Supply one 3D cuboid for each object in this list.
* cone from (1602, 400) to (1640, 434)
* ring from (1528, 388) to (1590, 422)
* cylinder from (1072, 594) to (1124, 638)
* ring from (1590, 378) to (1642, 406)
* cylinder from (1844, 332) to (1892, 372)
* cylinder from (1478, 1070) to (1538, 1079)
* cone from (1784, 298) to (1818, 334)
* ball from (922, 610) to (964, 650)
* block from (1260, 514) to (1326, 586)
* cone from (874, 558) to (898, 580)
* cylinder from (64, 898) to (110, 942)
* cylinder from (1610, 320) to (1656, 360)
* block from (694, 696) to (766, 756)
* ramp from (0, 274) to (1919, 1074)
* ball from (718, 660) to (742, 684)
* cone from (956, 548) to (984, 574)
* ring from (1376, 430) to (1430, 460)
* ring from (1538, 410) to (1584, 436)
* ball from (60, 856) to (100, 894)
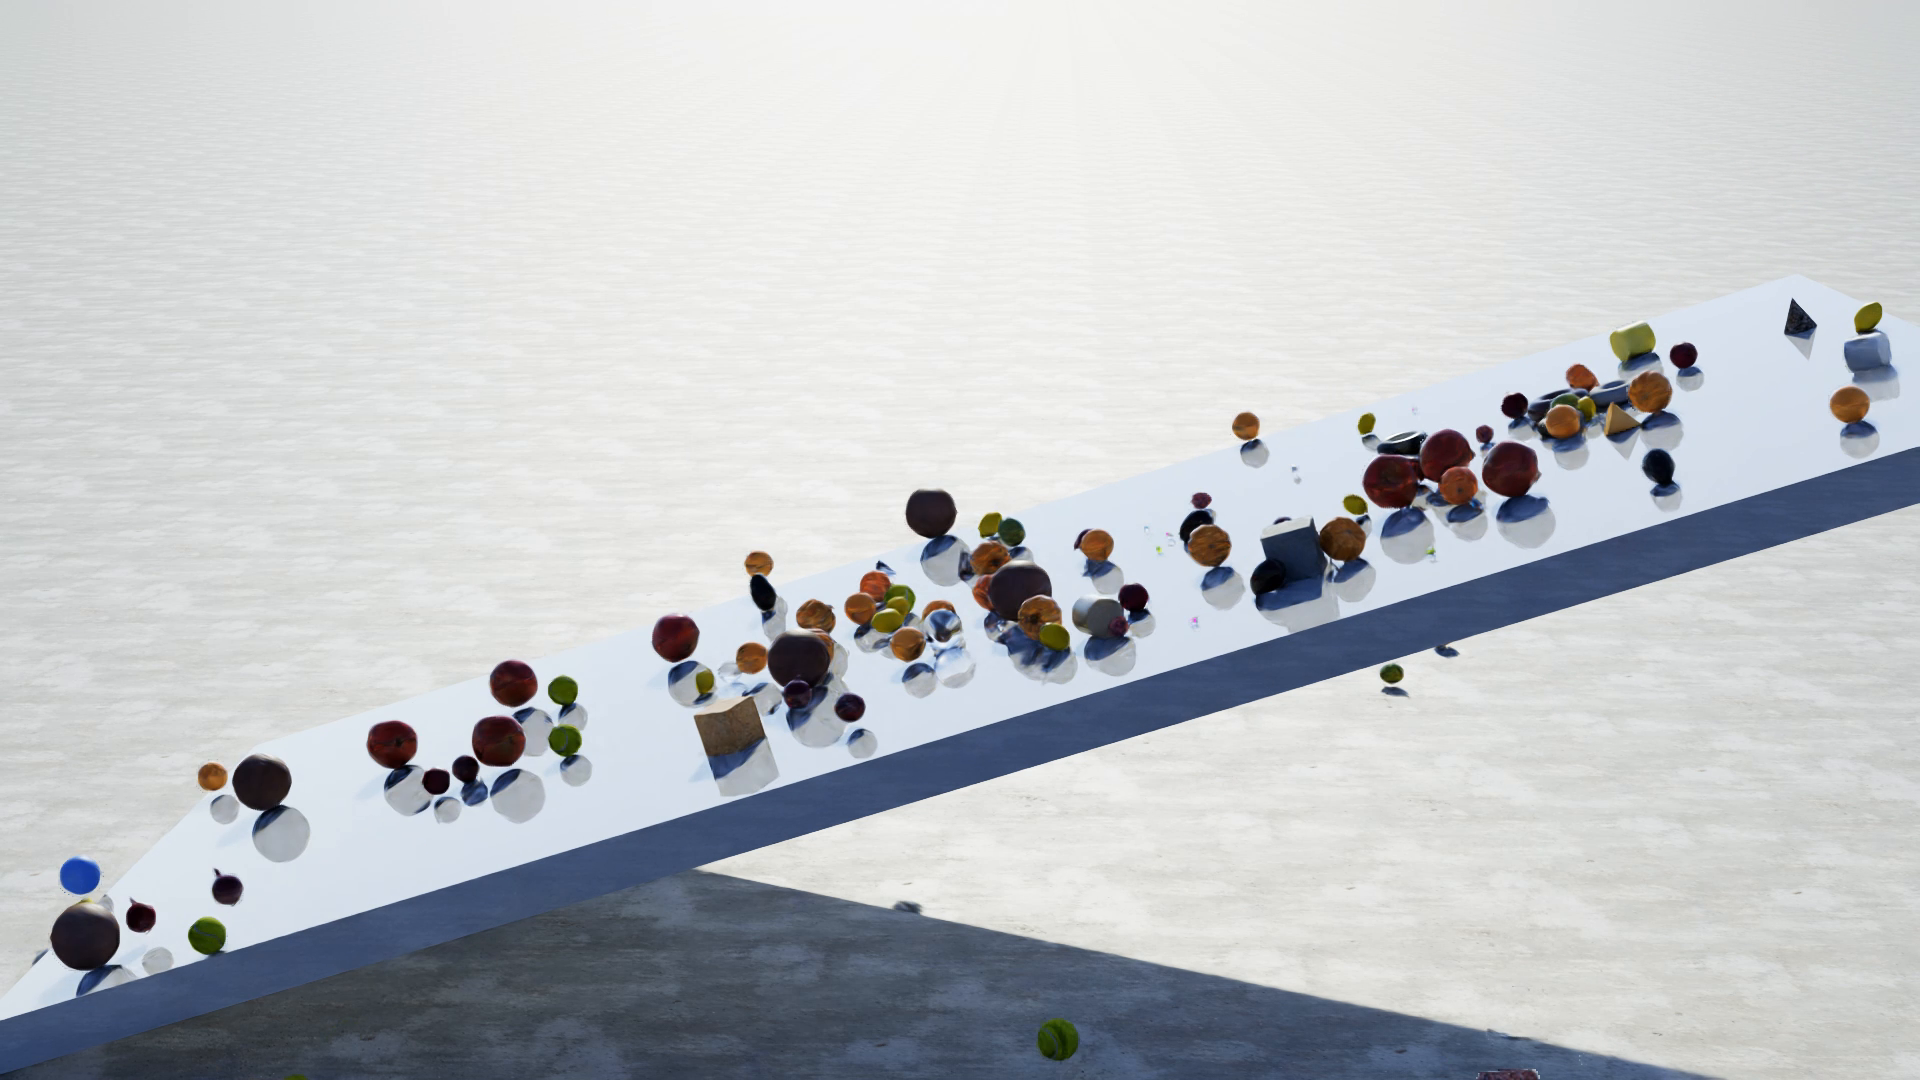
[{"bbox_3d":[1.364,-0.241,6.022,0.072,0.072,0.072,16,11,-2],"label":"cone"},{"bbox_3d":[1.296,-0.293,6.367,0.141,0.047,0.141,-17,9,3],"label":"ring"},{"bbox_3d":[0.268,0.148,5.708,0.080,0.080,0.080,-4,6,-19],"label":"cylinder"},{"bbox_3d":[1.410,-0.317,6.323,0.116,0.039,0.116,-17,11,3],"label":"ring"},{"bbox_3d":[1.808,-0.374,5.859,0.069,0.069,0.069,-11,3,37],"label":"cylinder"},{"bbox_3d":[0.935,0.947,5.003,0.086,0.086,0.086,-7,8,23],"label":"cylinder"},{"bbox_3d":[1.833,-0.497,6.446,0.074,0.074,0.074,-17,10,3],"label":"cone"},{"bbox_3d":[-0.036,0.184,6.022,0.085,0.085,0.085,0,11,0],"label":"ball"},{"bbox_3d":[0.645,0.020,5.688,0.098,0.098,0.098,-16,11,13],"label":"block"},{"bbox_3d":[-0.173,0.074,7.002,0.050,0.050,0.050,11,13,8],"label":"cone"},{"bbox_3d":[-1.711,0.744,5.760,0.062,0.062,0.062,-39,-8,-6],"label":"cylinder"},{"bbox_3d":[1.540,-0.456,6.732,0.073,0.073,0.073,-21,17,-16],"label":"cylinder"},{"bbox_3d":[-0.452,0.365,5.772,0.087,0.087,0.087,-10,13,37],"label":"block"},{"bbox_3d":[0.099,0.183,6.312,4.000,0.100,2.000,-17,10,5],"label":"ramp"},{"bbox_3d":[-0.498,0.286,6.367,0.050,0.050,0.050,0,11,0],"label":"ball"},{"bbox_3d":[0.032,0.055,6.741,0.063,0.063,0.063,13,9,-12],"label":"cone"},{"bbox_3d":[0.978,-0.210,6.489,0.121,0.040,0.121,-16,11,3],"label":"ring"},{"bbox_3d":[1.269,-0.247,6.206,0.101,0.034,0.101,-18,9,3],"label":"ring"},{"bbox_3d":[-1.903,0.725,6.363,0.085,0.085,0.085,0,11,0],"label":"ball"}]
